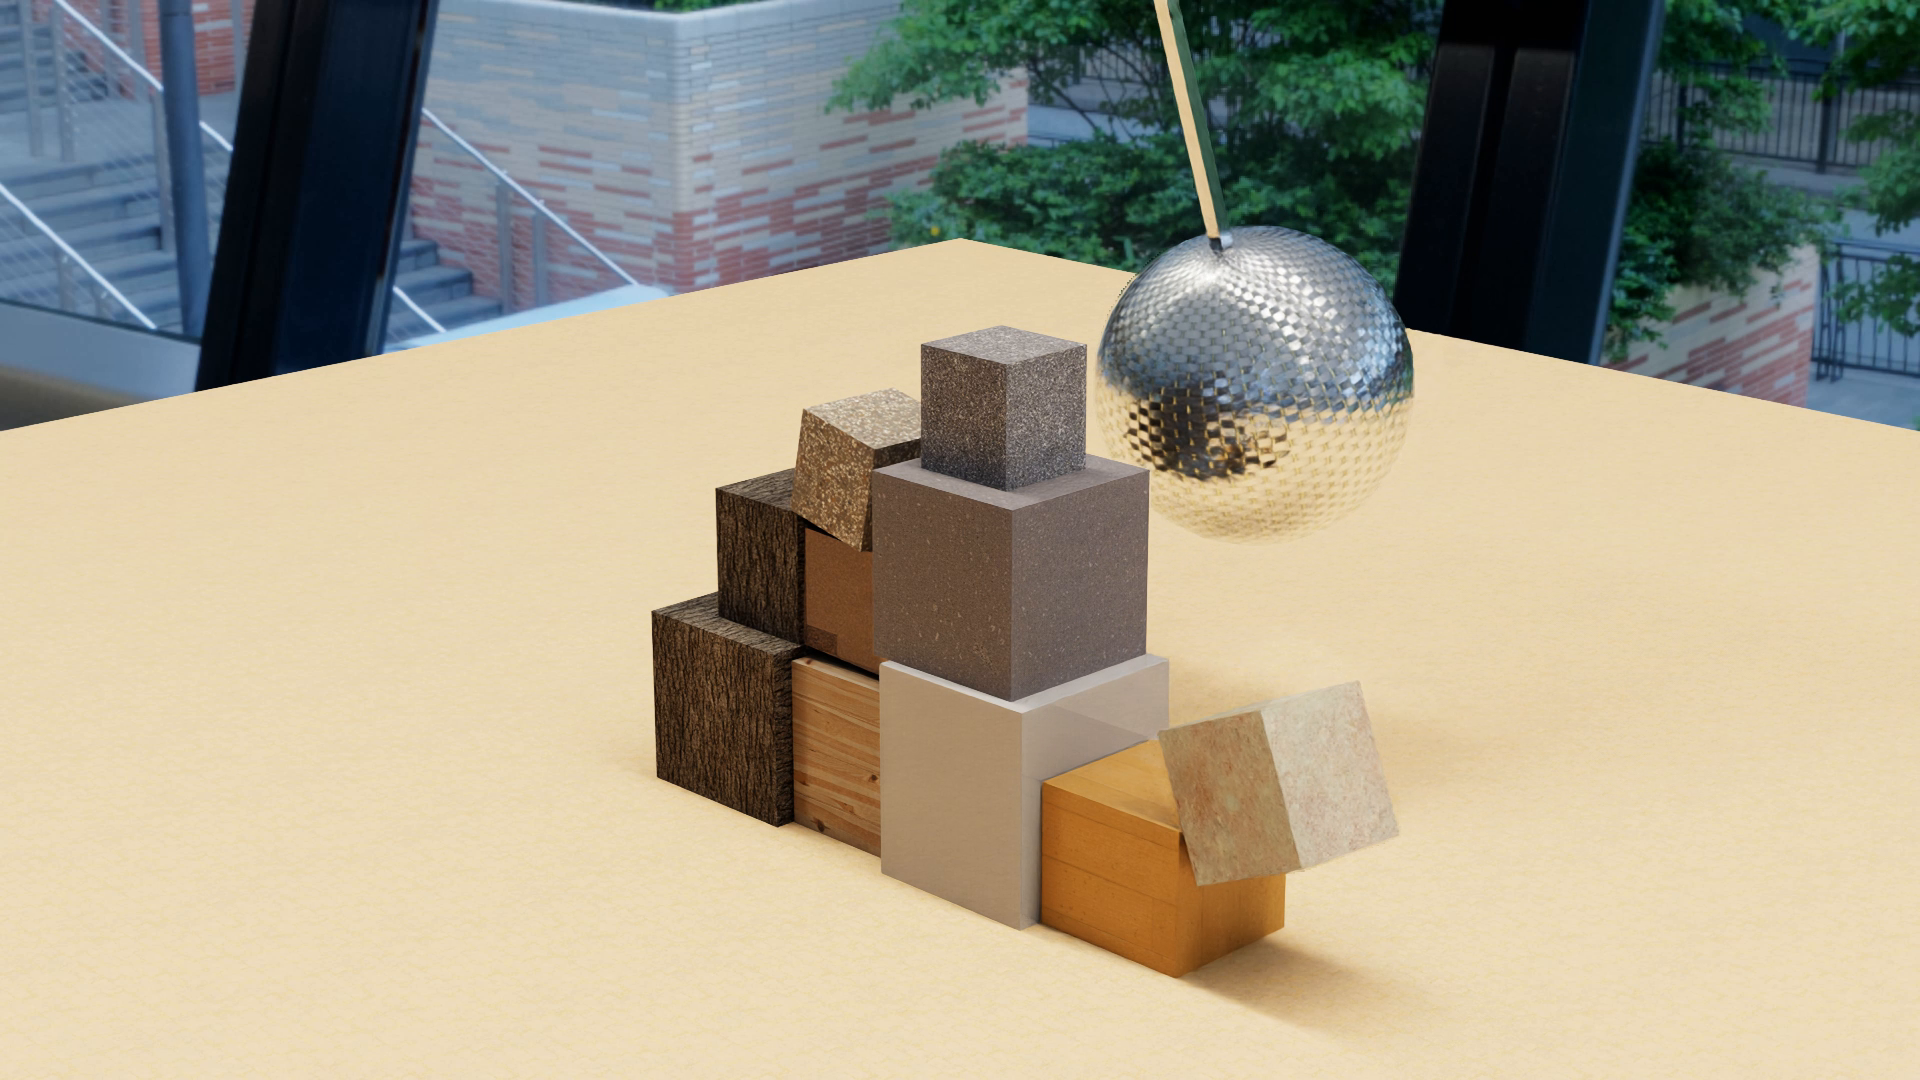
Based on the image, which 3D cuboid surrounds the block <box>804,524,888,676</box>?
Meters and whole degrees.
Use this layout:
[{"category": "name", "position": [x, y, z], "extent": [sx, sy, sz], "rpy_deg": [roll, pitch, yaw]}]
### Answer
[{"category": "block", "position": [-0.327, 0.240, 13.744], "extent": [0.527, 0.580, 0.620], "rpy_deg": [-16, 27, -42]}]

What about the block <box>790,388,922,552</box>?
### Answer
[{"category": "block", "position": [-0.385, -0.333, 13.607], "extent": [0.566, 0.517, 0.497], "rpy_deg": [-16, 35, -42]}]

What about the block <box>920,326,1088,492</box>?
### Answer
[{"category": "block", "position": [0.193, -0.589, 12.966], "extent": [0.509, 0.568, 0.526], "rpy_deg": [-17, 24, -42]}]

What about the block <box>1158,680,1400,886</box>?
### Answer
[{"category": "block", "position": [1.325, 1.012, 12.210], "extent": [0.618, 0.663, 0.608], "rpy_deg": [-12, -3, -41]}]

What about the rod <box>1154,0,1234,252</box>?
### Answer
[{"category": "rod", "position": [0.636, -3.564, 12.888], "extent": [0.080, 5.200, 0.080], "rpy_deg": [17, 44, 42]}]

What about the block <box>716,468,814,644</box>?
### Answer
[{"category": "block", "position": [-0.743, 0.056, 14.162], "extent": [0.631, 0.650, 0.584], "rpy_deg": [-17, 24, -42]}]

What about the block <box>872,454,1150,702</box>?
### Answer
[{"category": "block", "position": [0.226, 0.104, 13.158], "extent": [0.881, 0.869, 0.867], "rpy_deg": [-17, 24, -42]}]

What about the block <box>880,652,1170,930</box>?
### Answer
[{"category": "block", "position": [0.291, 1.035, 13.348], "extent": [0.964, 1.022, 0.885], "rpy_deg": [-17, 24, -42]}]

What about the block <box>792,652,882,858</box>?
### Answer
[{"category": "block", "position": [-0.280, 0.958, 13.926], "extent": [0.736, 0.821, 0.715], "rpy_deg": [-17, 24, -42]}]

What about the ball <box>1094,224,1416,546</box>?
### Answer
[{"category": "ball", "position": [1.467, -0.769, 14.637], "extent": [1.600, 1.600, 1.600], "rpy_deg": [0, 17, 0]}]

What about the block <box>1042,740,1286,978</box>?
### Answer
[{"category": "block", "position": [0.894, 1.380, 12.834], "extent": [0.725, 0.672, 0.784], "rpy_deg": [-17, 24, -42]}]

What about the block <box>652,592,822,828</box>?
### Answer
[{"category": "block", "position": [-0.857, 0.759, 14.472], "extent": [0.944, 0.875, 0.902], "rpy_deg": [-17, 24, -42]}]
